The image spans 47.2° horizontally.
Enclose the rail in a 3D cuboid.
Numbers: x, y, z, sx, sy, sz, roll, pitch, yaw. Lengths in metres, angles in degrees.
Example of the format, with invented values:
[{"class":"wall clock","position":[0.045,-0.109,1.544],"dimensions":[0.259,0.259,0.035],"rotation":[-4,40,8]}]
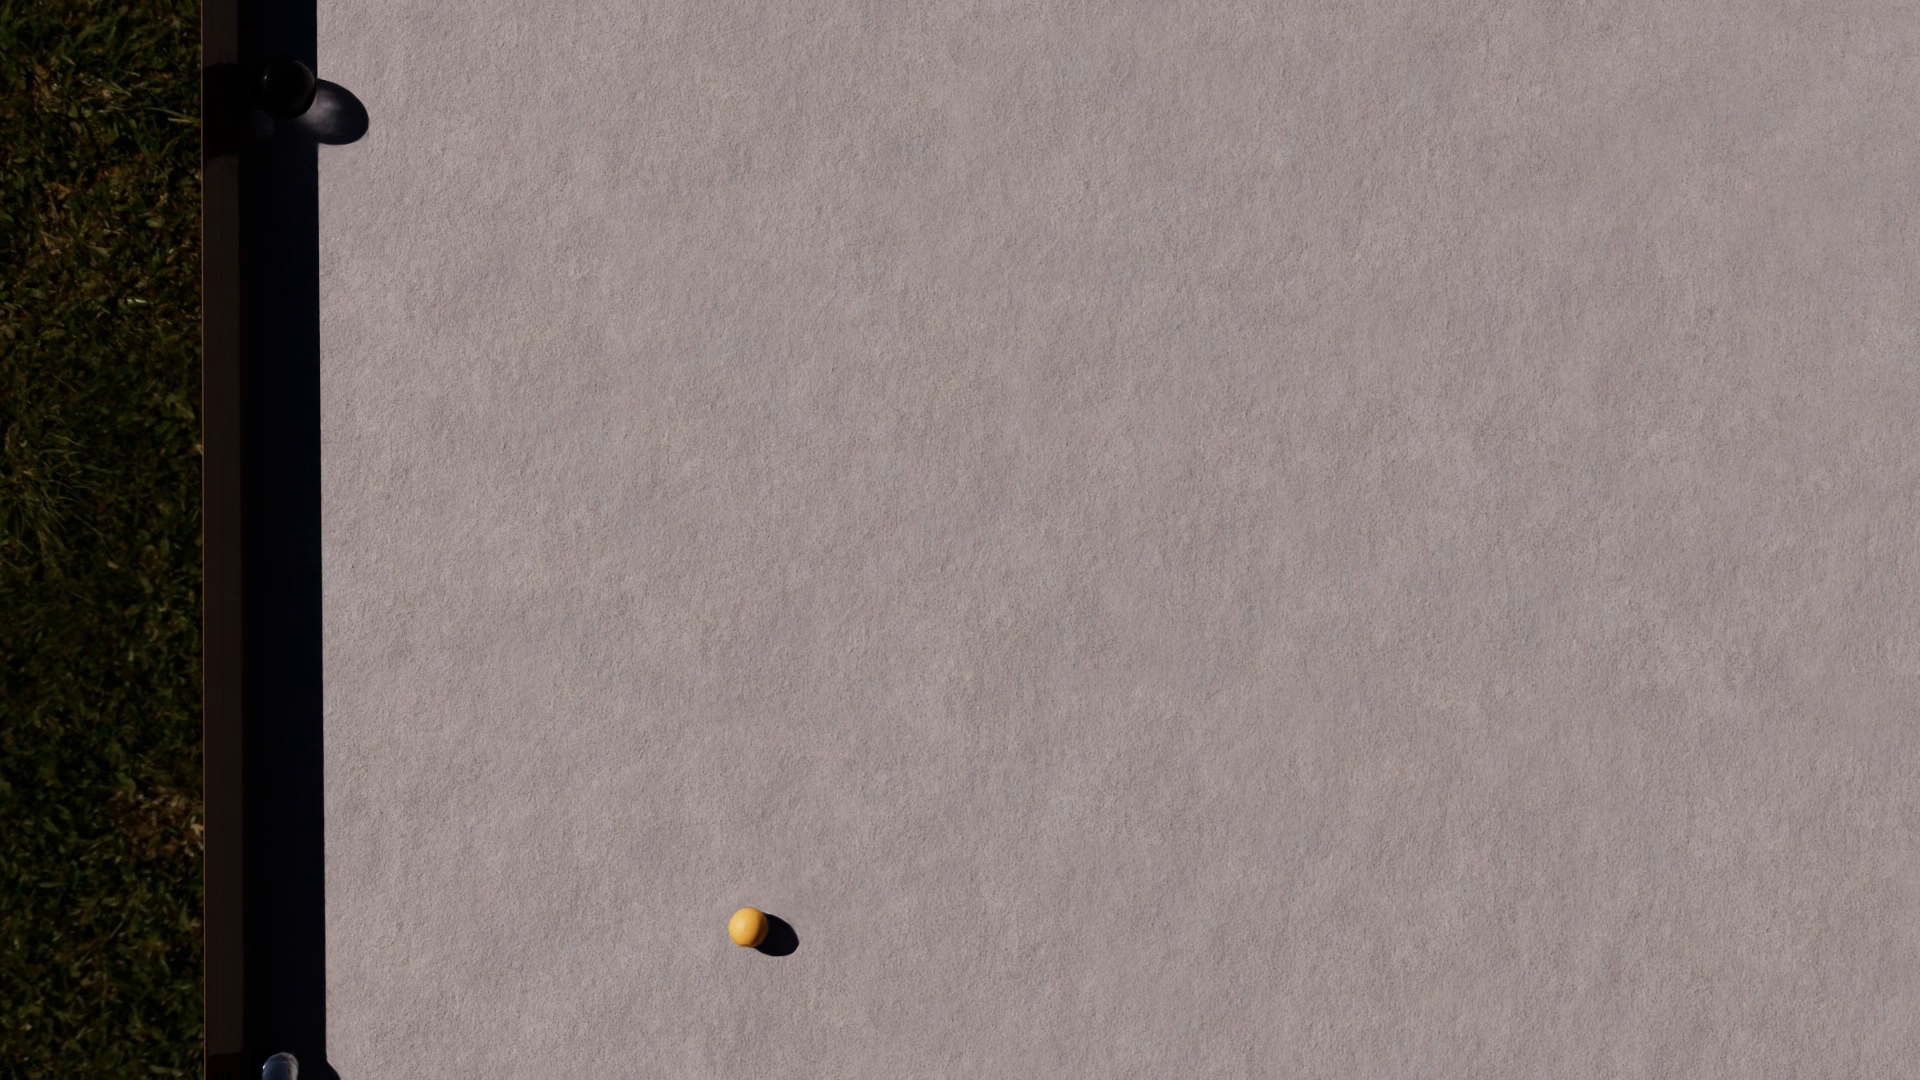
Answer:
[{"class":"rail","position":[-1.063,0.040,3.219],"dimensions":[0.045,0.129,2.358],"rotation":[-2,84,0]}]

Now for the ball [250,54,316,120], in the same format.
[{"class":"ball","position":[-1.021,-0.683,3.317],"dimensions":[0.096,0.096,0.096],"rotation":[0,84,0]}]

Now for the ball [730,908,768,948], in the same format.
[{"class":"ball","position":[-0.307,0.563,3.197],"dimensions":[0.057,0.057,0.057],"rotation":[0,84,0]}]

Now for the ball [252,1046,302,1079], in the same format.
[{"class":"ball","position":[-0.986,0.765,3.168],"dimensions":[0.071,0.071,0.071],"rotation":[0,84,0]}]

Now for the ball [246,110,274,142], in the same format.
[{"class":"ball","position":[-1.065,-0.628,3.335],"dimensions":[0.049,0.049,0.049],"rotation":[0,84,0]}]
